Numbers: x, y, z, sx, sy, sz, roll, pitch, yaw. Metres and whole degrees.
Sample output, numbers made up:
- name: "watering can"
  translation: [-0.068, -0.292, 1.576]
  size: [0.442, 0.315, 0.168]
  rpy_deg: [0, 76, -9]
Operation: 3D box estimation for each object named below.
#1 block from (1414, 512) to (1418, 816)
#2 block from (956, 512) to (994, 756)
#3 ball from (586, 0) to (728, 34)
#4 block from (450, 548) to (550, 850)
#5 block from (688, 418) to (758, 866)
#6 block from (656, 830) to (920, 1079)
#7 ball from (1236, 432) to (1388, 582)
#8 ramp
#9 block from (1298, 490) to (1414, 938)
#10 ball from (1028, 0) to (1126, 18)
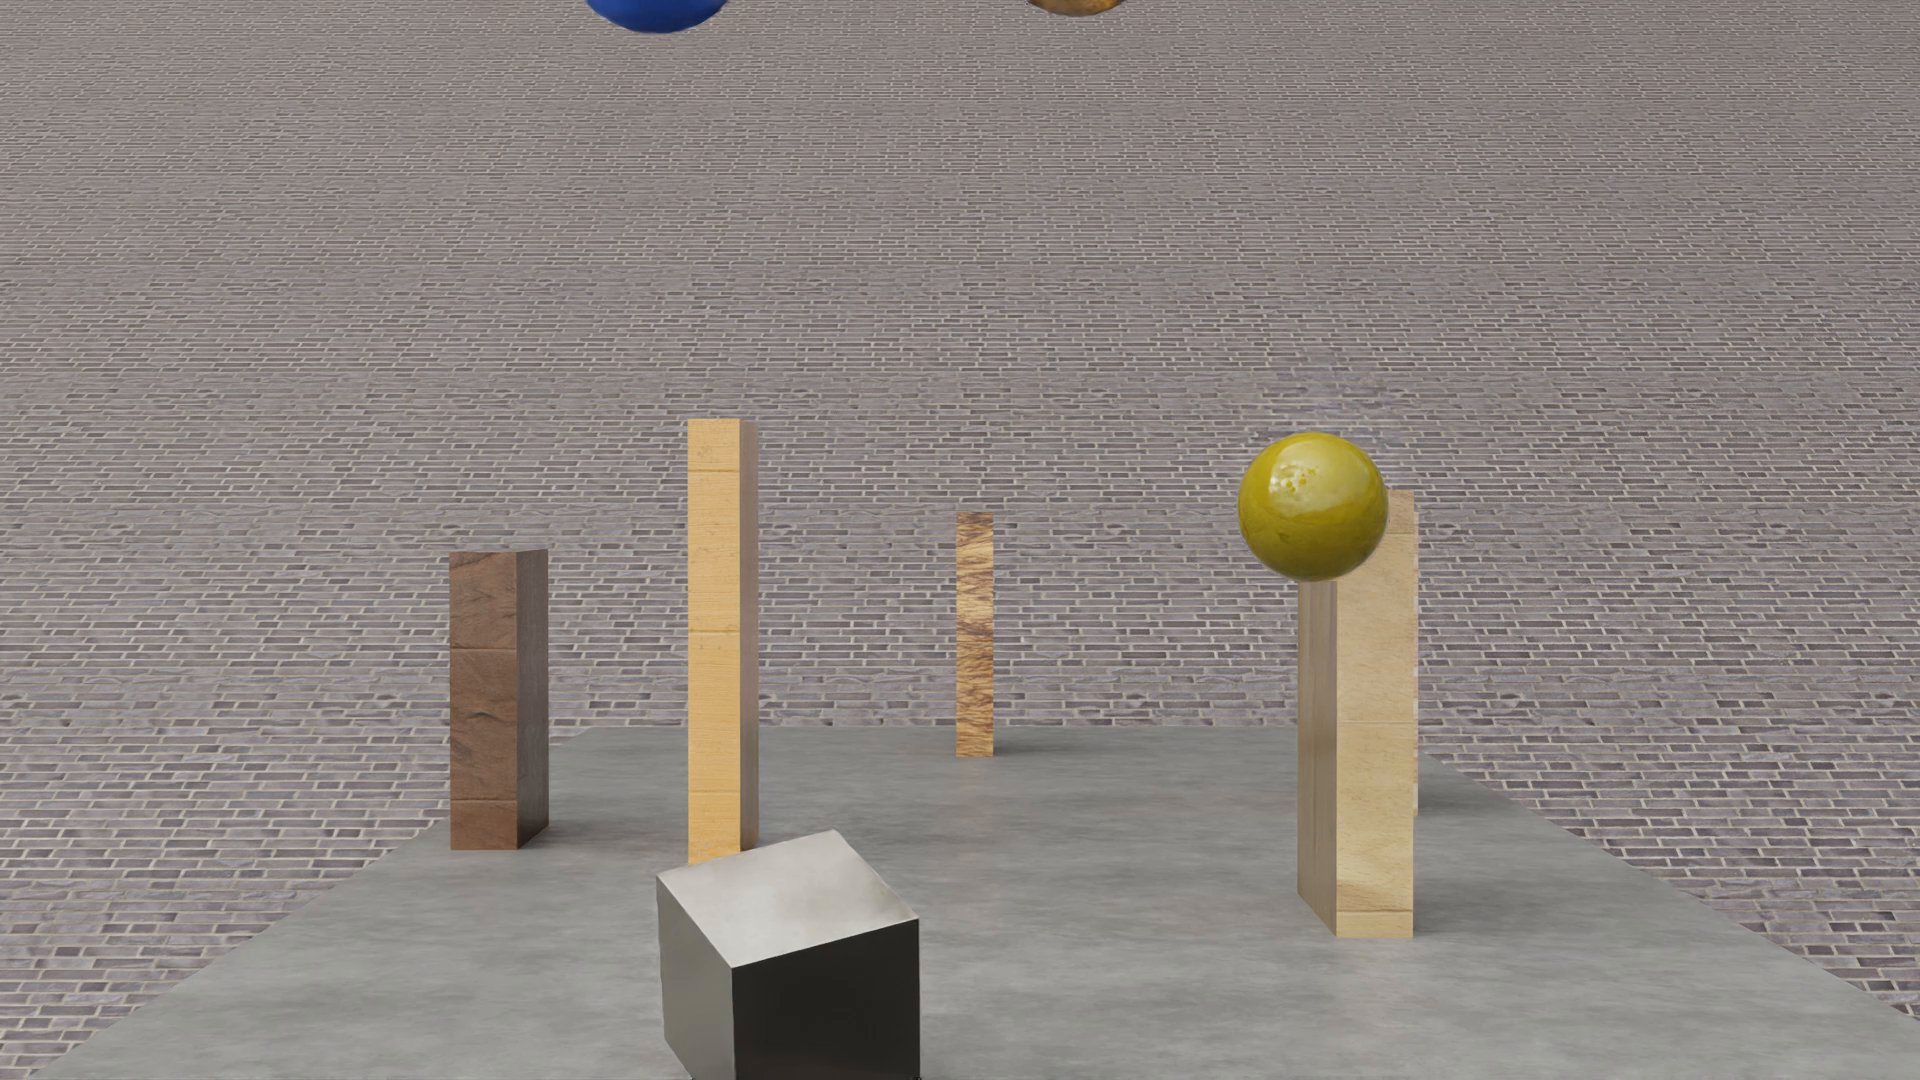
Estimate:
- name: "block"
  translation: [0.761, 0.223, 4.925]
  size: [0.147, 0.556, 0.435]
  rpy_deg: [0, 1, 0]
- name: "block"
  translation: [0.033, 0.210, 5.975]
  size: [0.083, 0.551, 0.338]
  rpy_deg: [0, 1, 0]
- name: "ball"
  translation: [-0.248, -0.491, 2.104]
  size: [0.155, 0.155, 0.155]
  rpy_deg: [0, 27, 0]
- name: "block"
  translation: [-0.788, 0.264, 4.433]
  size: [0.111, 0.493, 0.332]
  rpy_deg: [0, 1, 0]
- name: "block"
  translation: [-0.384, 0.161, 4.215]
  size: [0.081, 0.705, 0.378]
  rpy_deg: [0, 1, 0]
- name: "block"
  translation: [-0.172, 0.440, 2.577]
  size: [0.196, 0.196, 0.196]
  rpy_deg: [-11, 25, -25]
- name: "ball"
  translation: [0.398, -0.037, 2.918]
  size: [0.170, 0.170, 0.170]
  rpy_deg: [0, 27, 0]
- name: "ramp"
  translation: [0.062, 0.557, 4.595]
  size: [2.000, 0.100, 4.000]
  rpy_deg: [0, 1, 0]
- name: "block"
  translation: [0.548, 0.227, 3.604]
  size: [0.101, 0.592, 0.392]
  rpy_deg: [0, 1, 0]
- name: "ball"
  translation: [0.104, -0.541, 2.296]
  size: [0.150, 0.150, 0.150]
  rpy_deg: [0, 27, 0]
